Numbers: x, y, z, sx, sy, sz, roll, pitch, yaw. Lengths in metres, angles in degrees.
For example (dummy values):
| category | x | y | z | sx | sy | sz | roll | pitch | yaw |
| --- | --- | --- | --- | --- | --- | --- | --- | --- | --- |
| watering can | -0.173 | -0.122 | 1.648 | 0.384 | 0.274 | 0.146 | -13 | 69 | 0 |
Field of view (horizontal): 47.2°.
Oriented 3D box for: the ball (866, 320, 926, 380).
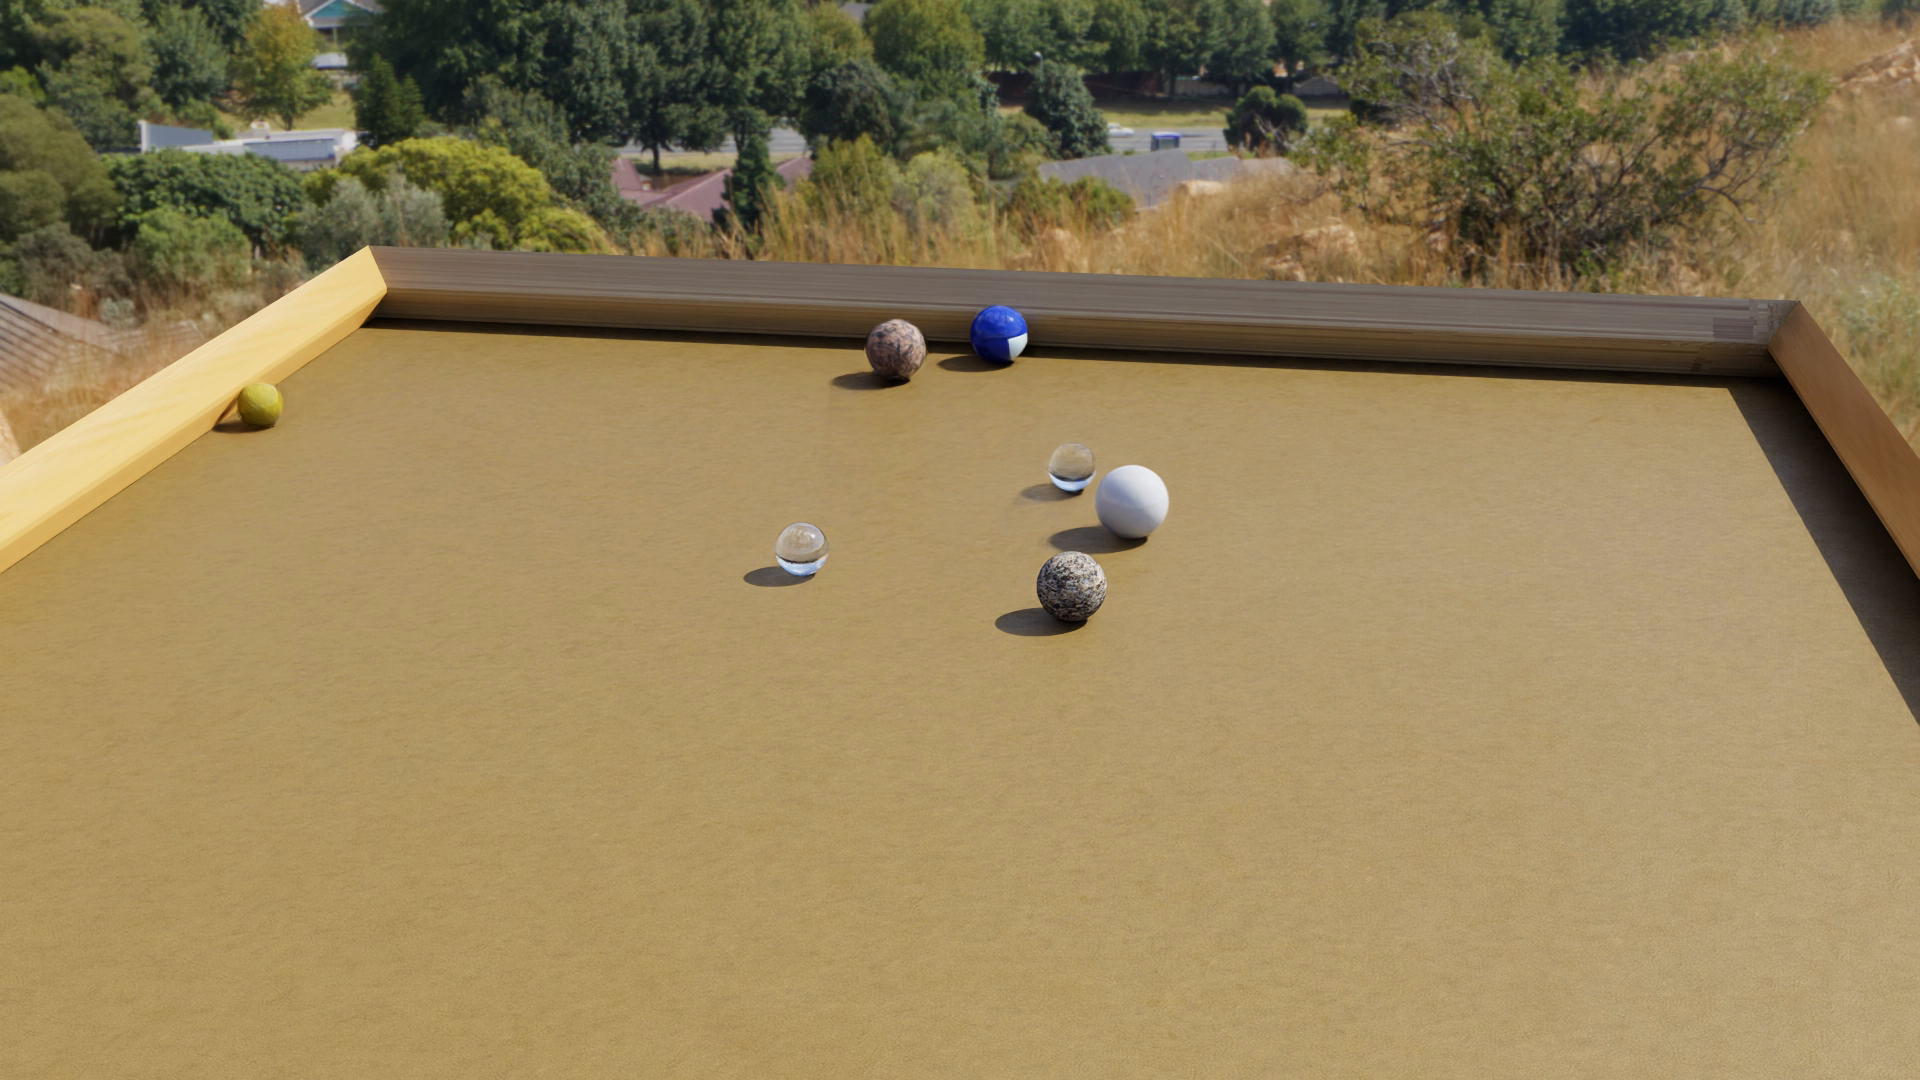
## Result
| category | x | y | z | sx | sy | sz | roll | pitch | yaw |
| --- | --- | --- | --- | --- | --- | --- | --- | --- | --- |
| ball | -0.092 | -0.274 | 3.168 | 0.086 | 0.086 | 0.086 | 0 | 22 | 0 |

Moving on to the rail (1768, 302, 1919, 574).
| category | x | y | z | sx | sy | sz | roll | pitch | yaw |
| --- | --- | --- | --- | --- | --- | --- | --- | --- | --- |
| rail | 0.906 | 0.371 | 1.500 | 0.045 | 0.114 | 3.636 | 3 | 22 | 8 |

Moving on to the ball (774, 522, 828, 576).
| category | x | y | z | sx | sy | sz | roll | pitch | yaw |
| --- | --- | --- | --- | --- | --- | --- | --- | --- | --- |
| ball | -0.179 | 0.010 | 2.485 | 0.061 | 0.061 | 0.061 | 0 | 22 | 0 |

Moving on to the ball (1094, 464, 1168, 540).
| category | x | y | z | sx | sy | sz | roll | pitch | yaw |
| --- | --- | --- | --- | --- | --- | --- | --- | --- | --- |
| ball | 0.202 | -0.045 | 2.587 | 0.088 | 0.088 | 0.088 | 0 | 22 | 0 |

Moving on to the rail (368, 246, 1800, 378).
| category | x | y | z | sx | sy | sz | roll | pitch | yaw |
| --- | --- | --- | --- | --- | --- | --- | --- | --- | --- |
| rail | 0.133 | -0.340 | 3.297 | 2.157 | 0.114 | 0.045 | 3 | 22 | 8 |

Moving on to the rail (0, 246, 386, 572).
| category | x | y | z | sx | sy | sz | roll | pitch | yaw |
| --- | --- | --- | --- | --- | --- | --- | --- | --- | --- |
| rail | -1.180 | 0.254 | 1.795 | 0.045 | 0.114 | 3.636 | 3 | 22 | 8 |

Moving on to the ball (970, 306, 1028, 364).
| category | x | y | z | sx | sy | sz | roll | pitch | yaw |
| --- | --- | --- | --- | --- | --- | --- | --- | --- | --- |
| ball | 0.058 | -0.304 | 3.245 | 0.086 | 0.086 | 0.086 | 0 | 22 | 0 |

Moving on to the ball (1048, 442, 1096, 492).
| category | x | y | z | sx | sy | sz | roll | pitch | yaw |
| --- | --- | --- | --- | --- | --- | --- | --- | --- | --- |
| ball | 0.140 | -0.091 | 2.741 | 0.060 | 0.060 | 0.060 | 0 | 22 | 0 |

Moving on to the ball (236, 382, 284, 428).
| category | x | y | z | sx | sy | sz | roll | pitch | yaw |
| --- | --- | --- | --- | --- | --- | --- | --- | --- | --- |
| ball | -0.946 | -0.183 | 2.974 | 0.060 | 0.060 | 0.060 | 0 | 22 | 0 |

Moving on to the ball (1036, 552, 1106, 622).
| category | x | y | z | sx | sy | sz | roll | pitch | yaw |
| --- | --- | --- | --- | --- | --- | --- | --- | --- | --- |
| ball | 0.120 | 0.050 | 2.364 | 0.076 | 0.076 | 0.076 | 0 | 22 | 0 |
